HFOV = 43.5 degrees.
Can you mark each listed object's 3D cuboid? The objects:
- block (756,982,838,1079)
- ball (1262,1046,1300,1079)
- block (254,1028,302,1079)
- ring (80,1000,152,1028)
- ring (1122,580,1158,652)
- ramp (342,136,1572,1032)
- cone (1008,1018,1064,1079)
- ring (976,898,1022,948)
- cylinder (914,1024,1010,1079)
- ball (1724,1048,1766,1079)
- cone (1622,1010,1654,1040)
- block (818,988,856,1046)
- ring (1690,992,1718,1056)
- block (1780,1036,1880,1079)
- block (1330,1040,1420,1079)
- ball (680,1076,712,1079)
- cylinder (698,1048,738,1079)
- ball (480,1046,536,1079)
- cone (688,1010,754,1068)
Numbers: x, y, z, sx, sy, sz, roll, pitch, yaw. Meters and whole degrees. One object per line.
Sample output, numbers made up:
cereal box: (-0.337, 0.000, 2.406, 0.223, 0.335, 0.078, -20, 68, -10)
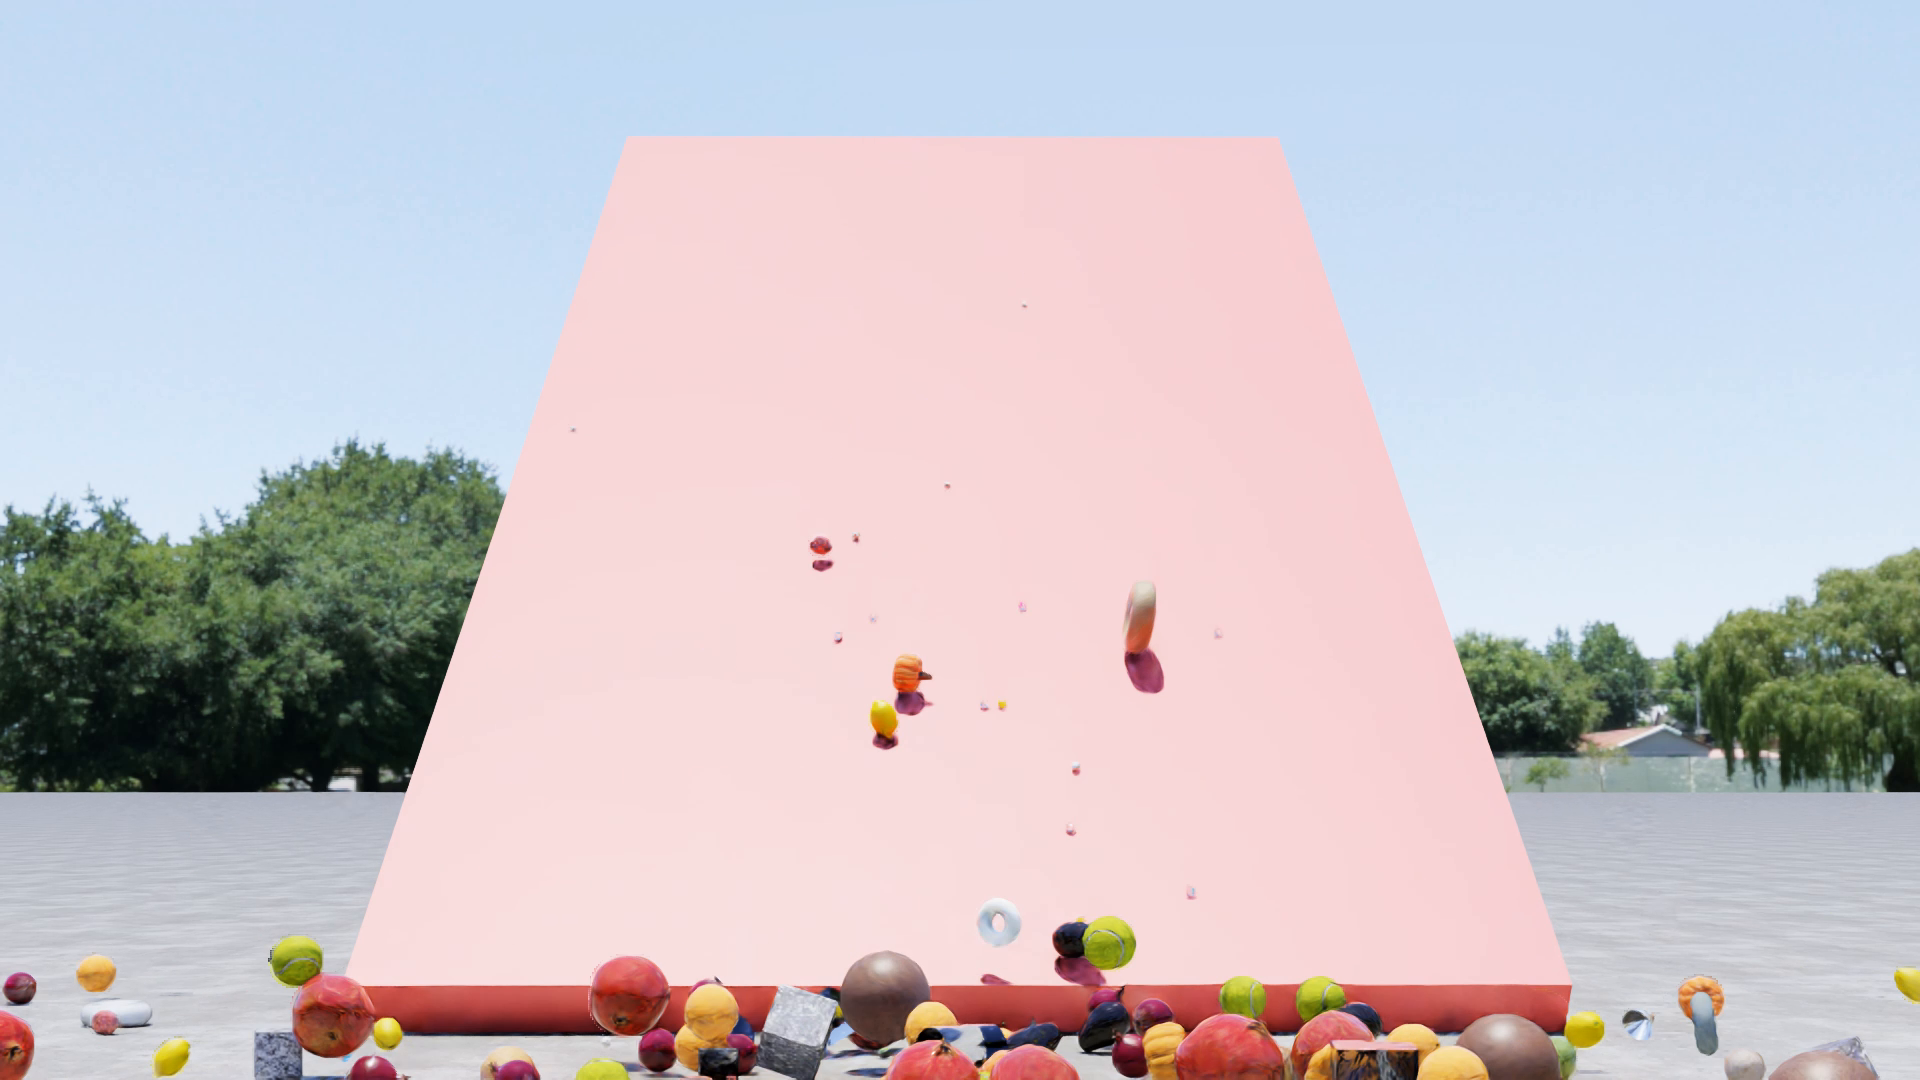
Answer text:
block: (-0.222, 0.671, 3.272, 0.082, 0.082, 0.082, 17, -47, 4)
ball: (0.436, 0.715, 3.275, 0.051, 0.051, 0.051, 0, -6, 0)
block: (-0.952, 0.717, 3.363, 0.064, 0.064, 0.064, 2, -6, -15)
ring: (-1.428, 0.803, 4.073, 0.116, 0.039, 0.116, 0, -4, 0)
ring: (0.355, 0.151, 4.755, 0.049, 0.148, 0.148, 10, -6, -1)
ramp: (-0.013, -0.214, 5.678, 2.000, 0.100, 4.000, 0, 29, 0)
cone: (0.098, 0.689, 3.229, 0.093, 0.093, 0.093, 0, -6, 0)
ring: (0.064, 0.623, 3.917, 0.081, 0.081, 0.027, -3, -5, 30)
cylinder: (0.002, 0.676, 3.122, 0.091, 0.091, 0.091, 3, -7, -32)
ball: (1.053, 0.709, 3.229, 0.054, 0.054, 0.054, 0, -6, 0)
cone: (1.095, 0.763, 3.840, 0.052, 0.052, 0.052, -24, 12, -42)
block: (-0.195, 0.715, 3.612, 0.053, 0.053, 0.053, -36, -51, 21)
ring: (0.949, 0.616, 3.067, 0.026, 0.079, 0.079, -8, -8, 16)
block: (0.974, 0.602, 2.688, 0.065, 0.065, 0.065, -18, -12, -30)
block: (0.494, 0.650, 2.866, 0.096, 0.096, 0.096, -1, -6, 5)
ball: (-0.293, 0.636, 2.667, 0.084, 0.084, 0.084, 0, -6, 0)
cylinder: (-0.326, 0.709, 3.237, 0.052, 0.052, 0.052, 0, -6, -10)
ball: (-0.582, 0.686, 3.095, 0.070, 0.070, 0.070, 0, -6, 0)
cone: (-0.345, 0.739, 3.473, 0.094, 0.094, 0.094, 1, -32, -6)
